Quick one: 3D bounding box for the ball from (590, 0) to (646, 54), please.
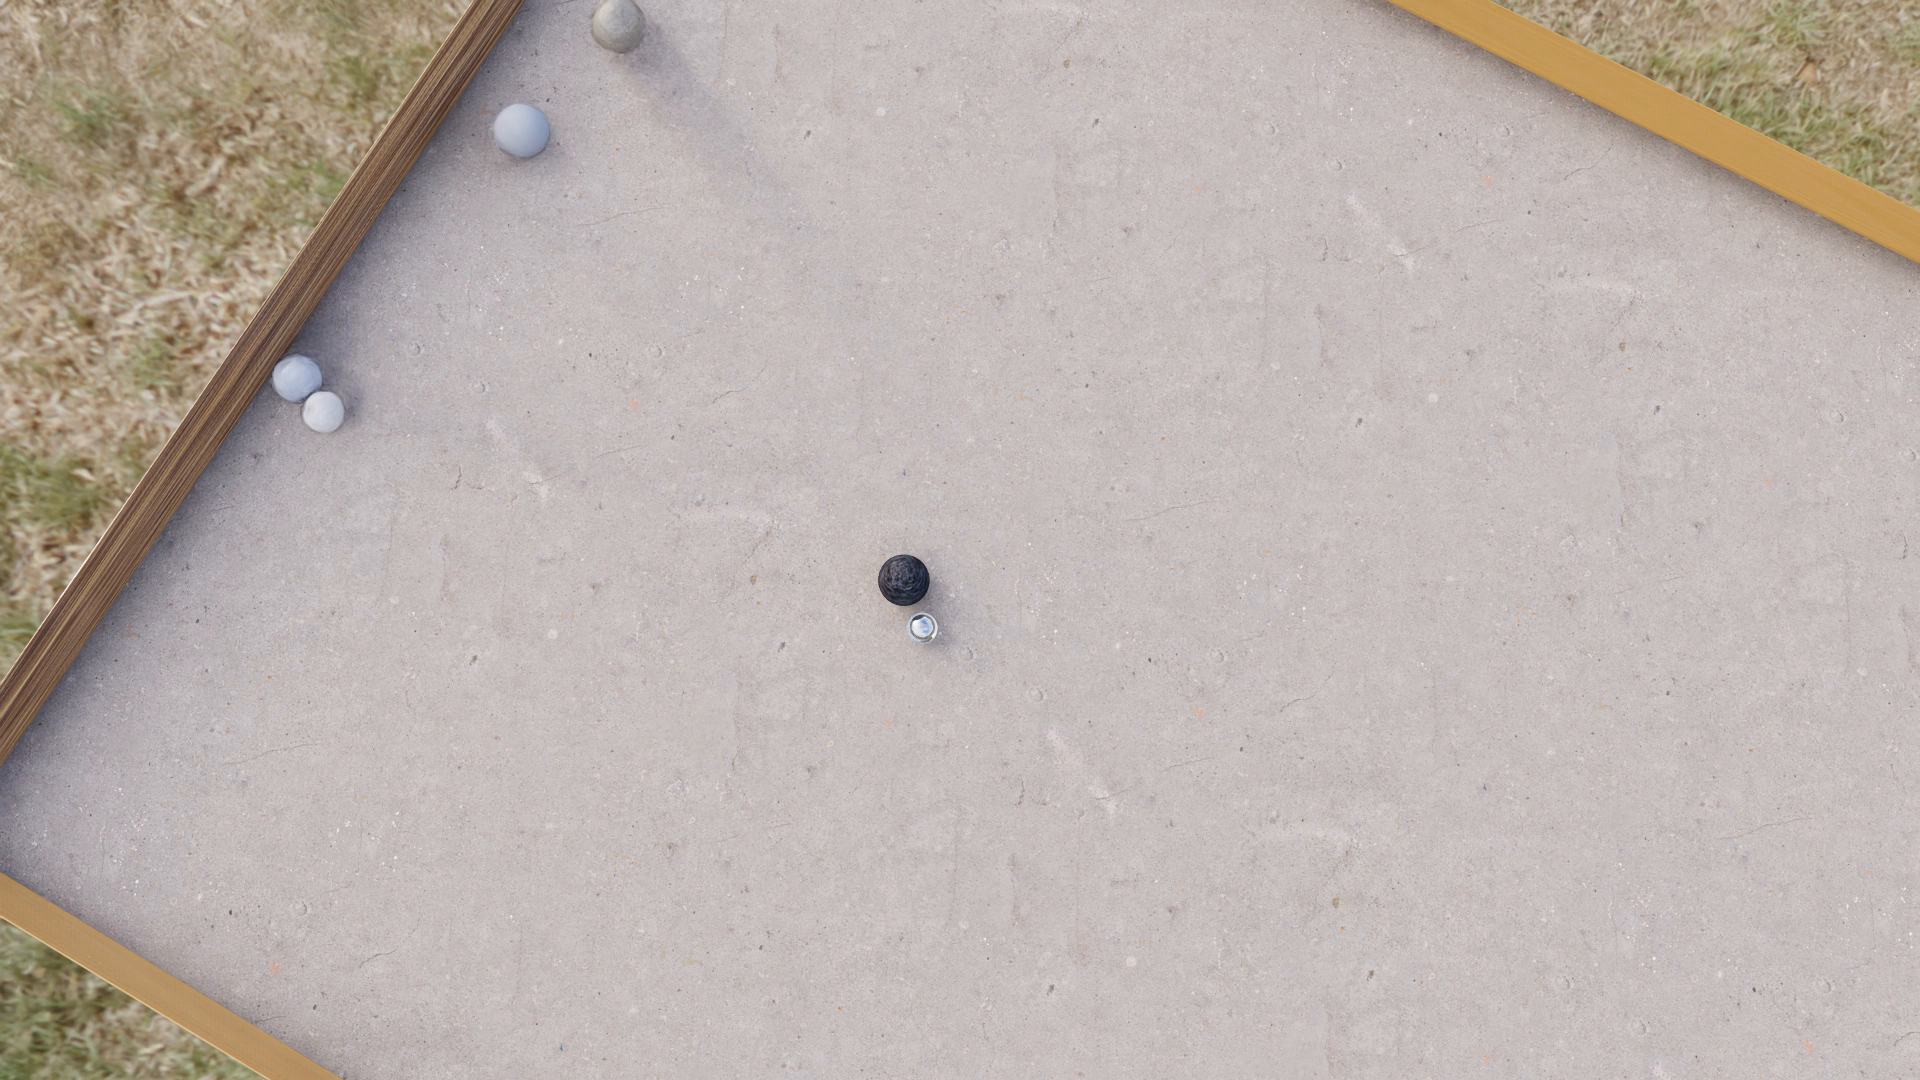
[{"bbox_3d":[-0.554,-0.836,3.570,0.089,0.089,0.089,0,75,0],"label":"ball"}]

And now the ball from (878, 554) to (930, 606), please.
[{"bbox_3d":[-0.085,0.061,3.331,0.079,0.079,0.079,0,75,0],"label":"ball"}]

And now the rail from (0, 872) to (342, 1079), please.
[{"bbox_3d":[0.397,1.482,2.923,4.413,0.116,0.045,29,77,7],"label":"rail"}]

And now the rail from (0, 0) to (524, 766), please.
[{"bbox_3d":[-0.940,-0.518,3.468,0.045,0.116,2.344,29,77,7],"label":"rail"}]

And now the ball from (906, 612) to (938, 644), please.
[{"bbox_3d":[-0.057,0.133,3.328,0.046,0.046,0.046,0,75,0],"label":"ball"}]

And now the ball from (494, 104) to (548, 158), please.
[{"bbox_3d":[-0.704,-0.655,3.522,0.086,0.086,0.086,0,75,0],"label":"ball"}]

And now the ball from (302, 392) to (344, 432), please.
[{"bbox_3d":[-0.987,-0.198,3.409,0.064,0.064,0.064,0,75,0],"label":"ball"}]

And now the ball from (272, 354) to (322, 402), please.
[{"bbox_3d":[-1.030,-0.251,3.418,0.074,0.074,0.074,0,75,0],"label":"ball"}]

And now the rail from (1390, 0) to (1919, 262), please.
[{"bbox_3d":[1.525,-0.448,3.449,4.413,0.116,0.045,29,77,7],"label":"rail"}]
